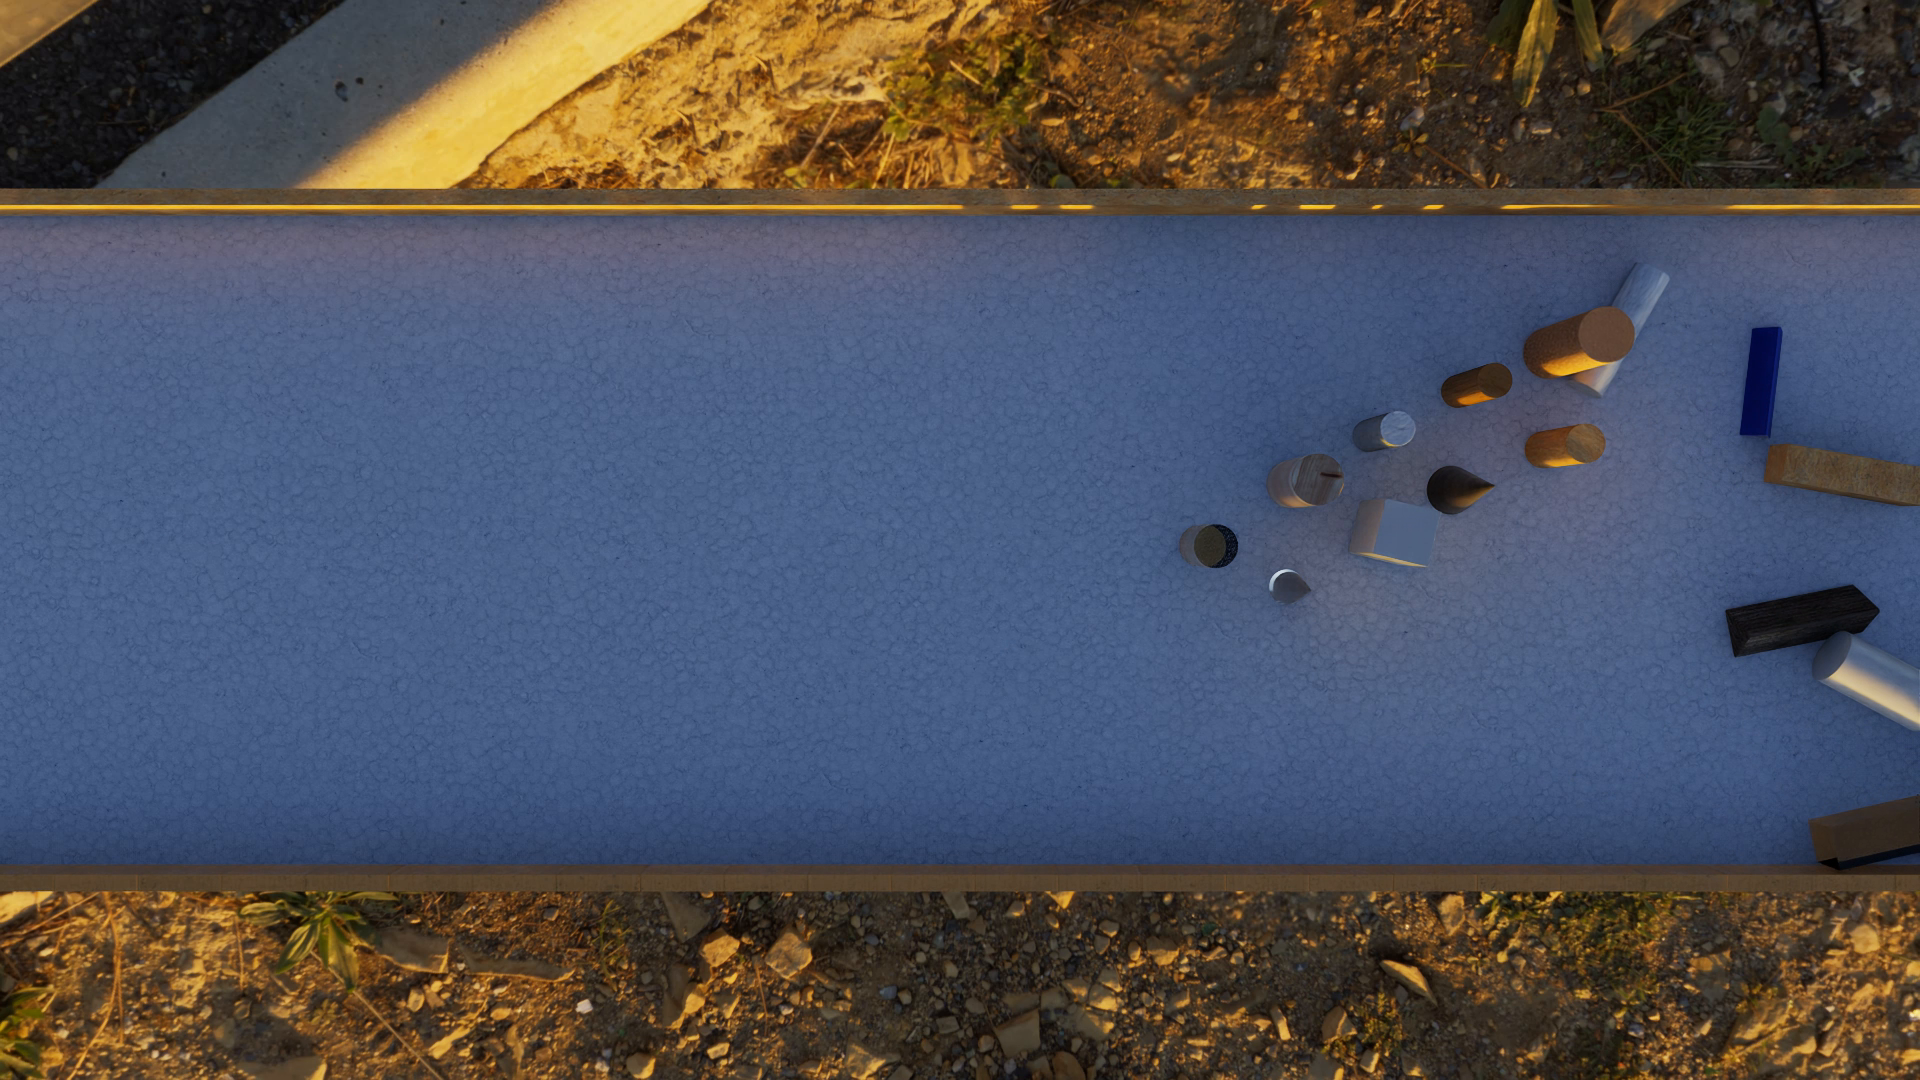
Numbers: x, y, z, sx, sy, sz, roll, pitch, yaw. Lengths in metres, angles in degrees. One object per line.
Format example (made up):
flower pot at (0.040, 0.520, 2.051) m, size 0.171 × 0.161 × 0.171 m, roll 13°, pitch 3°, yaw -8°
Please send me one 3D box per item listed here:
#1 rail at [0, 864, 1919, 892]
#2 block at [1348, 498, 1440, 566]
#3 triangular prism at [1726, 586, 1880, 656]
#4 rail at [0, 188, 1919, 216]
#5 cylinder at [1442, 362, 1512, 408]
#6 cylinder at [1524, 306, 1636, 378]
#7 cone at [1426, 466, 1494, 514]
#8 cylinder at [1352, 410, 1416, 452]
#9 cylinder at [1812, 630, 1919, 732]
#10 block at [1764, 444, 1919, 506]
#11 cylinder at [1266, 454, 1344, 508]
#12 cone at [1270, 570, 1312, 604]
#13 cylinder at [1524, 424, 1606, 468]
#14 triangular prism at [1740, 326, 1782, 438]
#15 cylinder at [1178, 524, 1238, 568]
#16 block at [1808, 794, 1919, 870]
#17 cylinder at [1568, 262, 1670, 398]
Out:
rail at (-2.247, 1.025, 5.001) m, size 12.000 × 0.150 × 0.050 m, roll 0°, pitch 90°, yaw 0°
block at (1.293, -0.022, 4.924) m, size 0.164 × 0.306 × 0.164 m, roll 14°, pitch 90°, yaw 0°
triangular prism at (2.564, 0.249, 5.009) m, size 0.397 × 0.127 × 0.147 m, roll -11°, pitch 90°, yaw 0°
rail at (-2.247, -1.025, 5.002) m, size 12.000 × 0.150 × 0.050 m, roll 0°, pitch 90°, yaw 0°
cylinder at (1.531, -0.457, 4.899) m, size 0.101 × 0.355 × 0.101 m, roll 0°, pitch 90°, yaw 0°
cylinder at (1.811, -0.575, 4.846) m, size 0.159 × 0.460 × 0.159 m, roll 0°, pitch 90°, yaw 0°
cone at (1.512, -0.153, 4.866) m, size 0.150 × 0.421 × 0.150 m, roll 0°, pitch 90°, yaw 0°
cylinder at (1.258, -0.321, 4.909) m, size 0.101 × 0.336 × 0.101 m, roll 0°, pitch 90°, yaw 0°
cylinder at (2.781, 0.426, 4.992) m, size 0.327 × 0.170 × 0.170 m, roll 28°, pitch 90°, yaw 0°
block at (2.697, -0.197, 5.020) m, size 0.434 × 0.113 × 0.113 m, roll 10°, pitch 90°, yaw 0°
cylinder at (1.017, -0.172, 4.880) m, size 0.148 × 0.393 × 0.148 m, roll 0°, pitch 90°, yaw 0°
cone at (1.006, 0.145, 4.896) m, size 0.109 × 0.361 × 0.109 m, roll 0°, pitch 90°, yaw 0°
cylinder at (1.795, -0.278, 4.904) m, size 0.114 × 0.346 × 0.114 m, roll 0°, pitch 90°, yaw 0°
triangular prism at (2.464, -0.481, 5.034) m, size 0.092 × 0.080 × 0.331 m, roll 7°, pitch 90°, yaw 0°
cylinder at (0.738, 0.018, 4.914) m, size 0.128 × 0.325 × 0.128 m, roll 0°, pitch 90°, yaw 0°
block at (2.833, 0.879, 5.010) m, size 0.429 × 0.132 × 0.132 m, roll -13°, pitch 90°, yaw 0°
cylinder at (2.004, -0.637, 5.020) m, size 0.112 × 0.112 × 0.413 m, roll 30°, pitch 90°, yaw 0°
